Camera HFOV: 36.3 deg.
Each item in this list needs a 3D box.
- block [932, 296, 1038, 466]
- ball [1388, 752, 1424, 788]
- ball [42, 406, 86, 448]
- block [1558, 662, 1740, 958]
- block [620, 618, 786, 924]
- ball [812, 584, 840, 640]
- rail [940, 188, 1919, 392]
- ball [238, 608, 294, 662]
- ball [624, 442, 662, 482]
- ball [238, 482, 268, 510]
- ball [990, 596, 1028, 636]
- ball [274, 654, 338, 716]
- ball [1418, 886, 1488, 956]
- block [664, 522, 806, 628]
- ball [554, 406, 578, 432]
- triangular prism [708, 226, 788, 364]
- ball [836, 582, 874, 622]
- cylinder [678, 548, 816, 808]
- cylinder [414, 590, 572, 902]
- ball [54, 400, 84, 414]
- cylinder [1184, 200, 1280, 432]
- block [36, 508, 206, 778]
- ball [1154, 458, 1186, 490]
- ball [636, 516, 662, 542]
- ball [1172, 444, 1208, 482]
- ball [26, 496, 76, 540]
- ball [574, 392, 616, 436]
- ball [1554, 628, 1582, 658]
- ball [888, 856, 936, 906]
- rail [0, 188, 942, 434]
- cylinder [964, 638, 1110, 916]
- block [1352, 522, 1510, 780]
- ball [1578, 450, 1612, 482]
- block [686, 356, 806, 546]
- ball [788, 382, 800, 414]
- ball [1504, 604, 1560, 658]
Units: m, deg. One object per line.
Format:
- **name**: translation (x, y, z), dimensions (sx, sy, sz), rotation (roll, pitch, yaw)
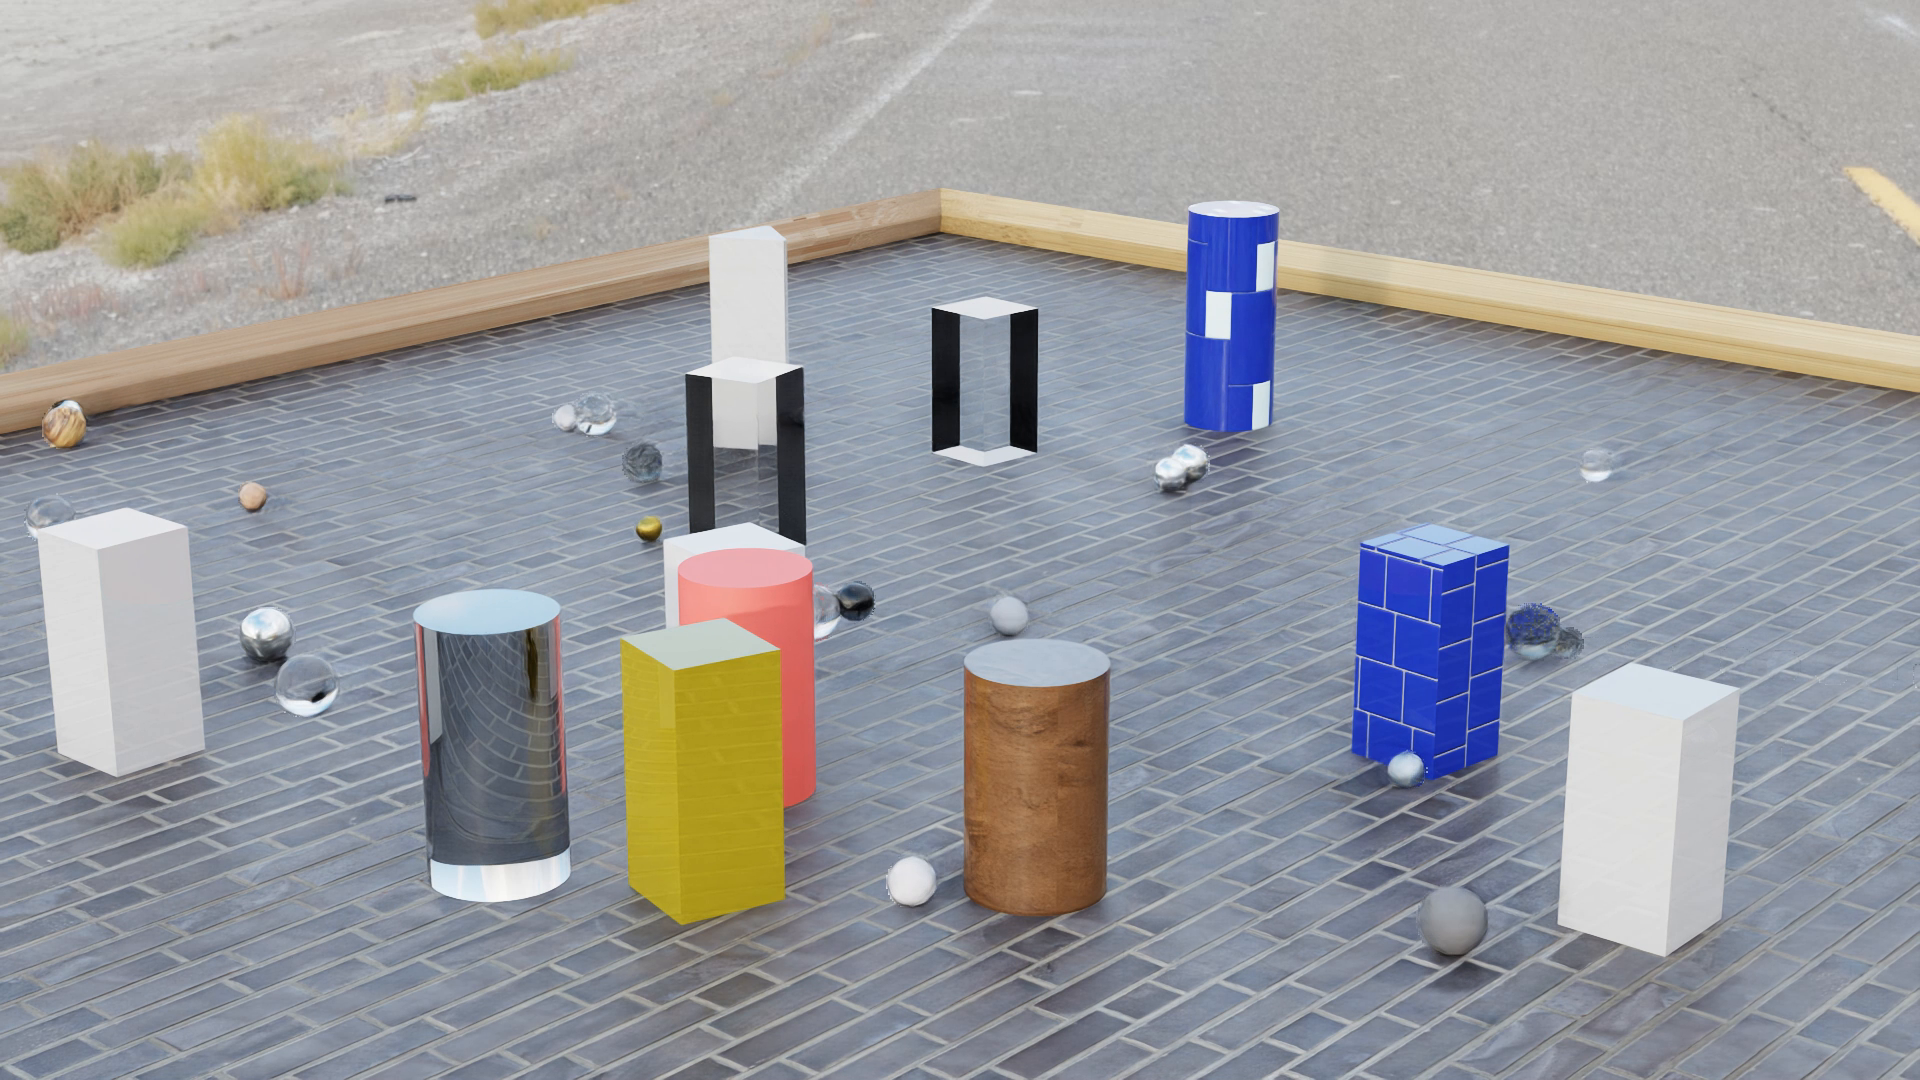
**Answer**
- **block**: translation (0.051, -0.325, 5.993), dimensions (0.153, 0.305, 0.153), rotation (-15, 23, -41)
- **ball**: translation (0.647, 0.333, 4.249), dimensions (0.053, 0.053, 0.053), rotation (0, 17, 0)
- **ball**: translation (-1.853, -0.235, 6.071), dimensions (0.087, 0.087, 0.087), rotation (0, 17, 0)
- **block**: translation (0.881, 0.343, 3.757), dimensions (0.153, 0.318, 0.153), rotation (14, 22, 38)
- **block**: translation (-0.337, 0.301, 3.843), dimensions (0.153, 0.349, 0.153), rotation (-10, 20, -31)
- **ball**: translation (-0.245, 0.120, 4.887), dimensions (0.091, 0.091, 0.091), rotation (0, 17, 0)
- **rail**: translation (1.623, -0.509, 6.910), dimensions (4.490, 0.124, 0.045), rotation (14, 22, 39)
- **ball**: translation (-1.131, 0.154, 4.781), dimensions (0.087, 0.087, 0.087), rotation (0, 17, 0)
- **ball**: translation (-0.629, -0.154, 5.819), dimensions (0.077, 0.077, 0.077), rotation (0, 17, 0)
- **ball**: translation (-1.357, -0.083, 5.628), dimensions (0.052, 0.052, 0.052), rotation (0, 17, 0)
- **ball**: translation (0.083, 0.127, 4.910), dimensions (0.064, 0.064, 0.064), rotation (0, 17, 0)
- **ball**: translation (-1.011, 0.224, 4.534), dimensions (0.096, 0.096, 0.096), rotation (0, 17, 0)
- **ball**: translation (0.623, 0.480, 3.701), dimensions (0.087, 0.087, 0.087), rotation (0, 17, 0)
- **block**: translation (-0.339, 0.148, 4.434), dimensions (0.153, 0.300, 0.153), rotation (-12, 21, -35)
- **ball**: translation (-0.830, -0.258, 6.201), dimensions (0.055, 0.055, 0.055), rotation (0, 17, 0)
- **triangular prism**: translation (-0.420, -0.434, 6.141), dimensions (0.166, 0.427, 0.144), rotation (4, 17, 13)
- **ball**: translation (-0.179, 0.105, 4.982), dimensions (0.065, 0.065, 0.065), rotation (0, 17, 0)
- **cylinder**: translation (-0.305, 0.199, 4.206), dimensions (0.192, 0.334, 0.192), rotation (0, 17, 0)
- **cylinder**: translation (-0.621, 0.271, 3.902), dimensions (0.192, 0.371, 0.192), rotation (0, 17, 0)
- **ball**: translation (-1.894, -0.269, 6.226), dimensions (0.061, 0.061, 0.061), rotation (0, 17, 0)
- **cylinder**: translation (0.575, -0.477, 6.228), dimensions (0.192, 0.458, 0.192), rotation (0, 17, 0)
- **block**: translation (-1.242, 0.149, 4.345), dimensions (0.153, 0.349, 0.153), rotation (14, 22, 39)
- **ball**: translation (0.412, -0.129, 5.756), dimensions (0.066, 0.066, 0.066), rotation (0, 17, 0)
- **ball**: translation (-0.576, -0.021, 5.428), dimensions (0.048, 0.048, 0.048), rotation (0, 17, 0)
- **ball**: translation (0.454, -0.151, 5.814), dimensions (0.075, 0.075, 0.075), rotation (0, 17, 0)
- **ball**: translation (-1.681, -0.039, 5.419), dimensions (0.088, 0.088, 0.088), rotation (0, 17, 0)
- **ball**: translation (-0.767, -0.265, 6.163), dimensions (0.090, 0.090, 0.090), rotation (0, 17, 0)
- **ball**: translation (0.993, 0.169, 4.802), dimensions (0.047, 0.047, 0.047), rotation (0, 17, 0)
- **ball**: translation (-0.062, 0.448, 3.848), dimensions (0.064, 0.064, 0.064), rotation (0, 17, 0)
- **rail**: translation (-1.677, -0.390, 6.515), dimensions (0.045, 0.124, 4.999), rotation (14, 22, 39)
- **cylinder**: translation (0.100, 0.311, 3.865), dimensions (0.192, 0.317, 0.192), rotation (0, 17, 0)
- **block**: translation (0.695, 0.162, 4.337), dimensions (0.153, 0.328, 0.153), rotation (-15, 22, -40)
- **ball**: translation (1.261, -0.147, 5.816), dimensions (0.066, 0.066, 0.066), rotation (0, 17, 0)
- **block**: translation (-0.388, -0.144, 5.329), dimensions (0.153, 0.341, 0.153), rotation (9, 19, 29)
- **ball**: translation (-0.381, -0.305, 6.326), dimensions (0.073, 0.073, 0.073), rotation (0, 17, 0)
- **ball**: translation (0.933, 0.150, 4.778), dimensions (0.088, 0.088, 0.088), rotation (0, 17, 0)
